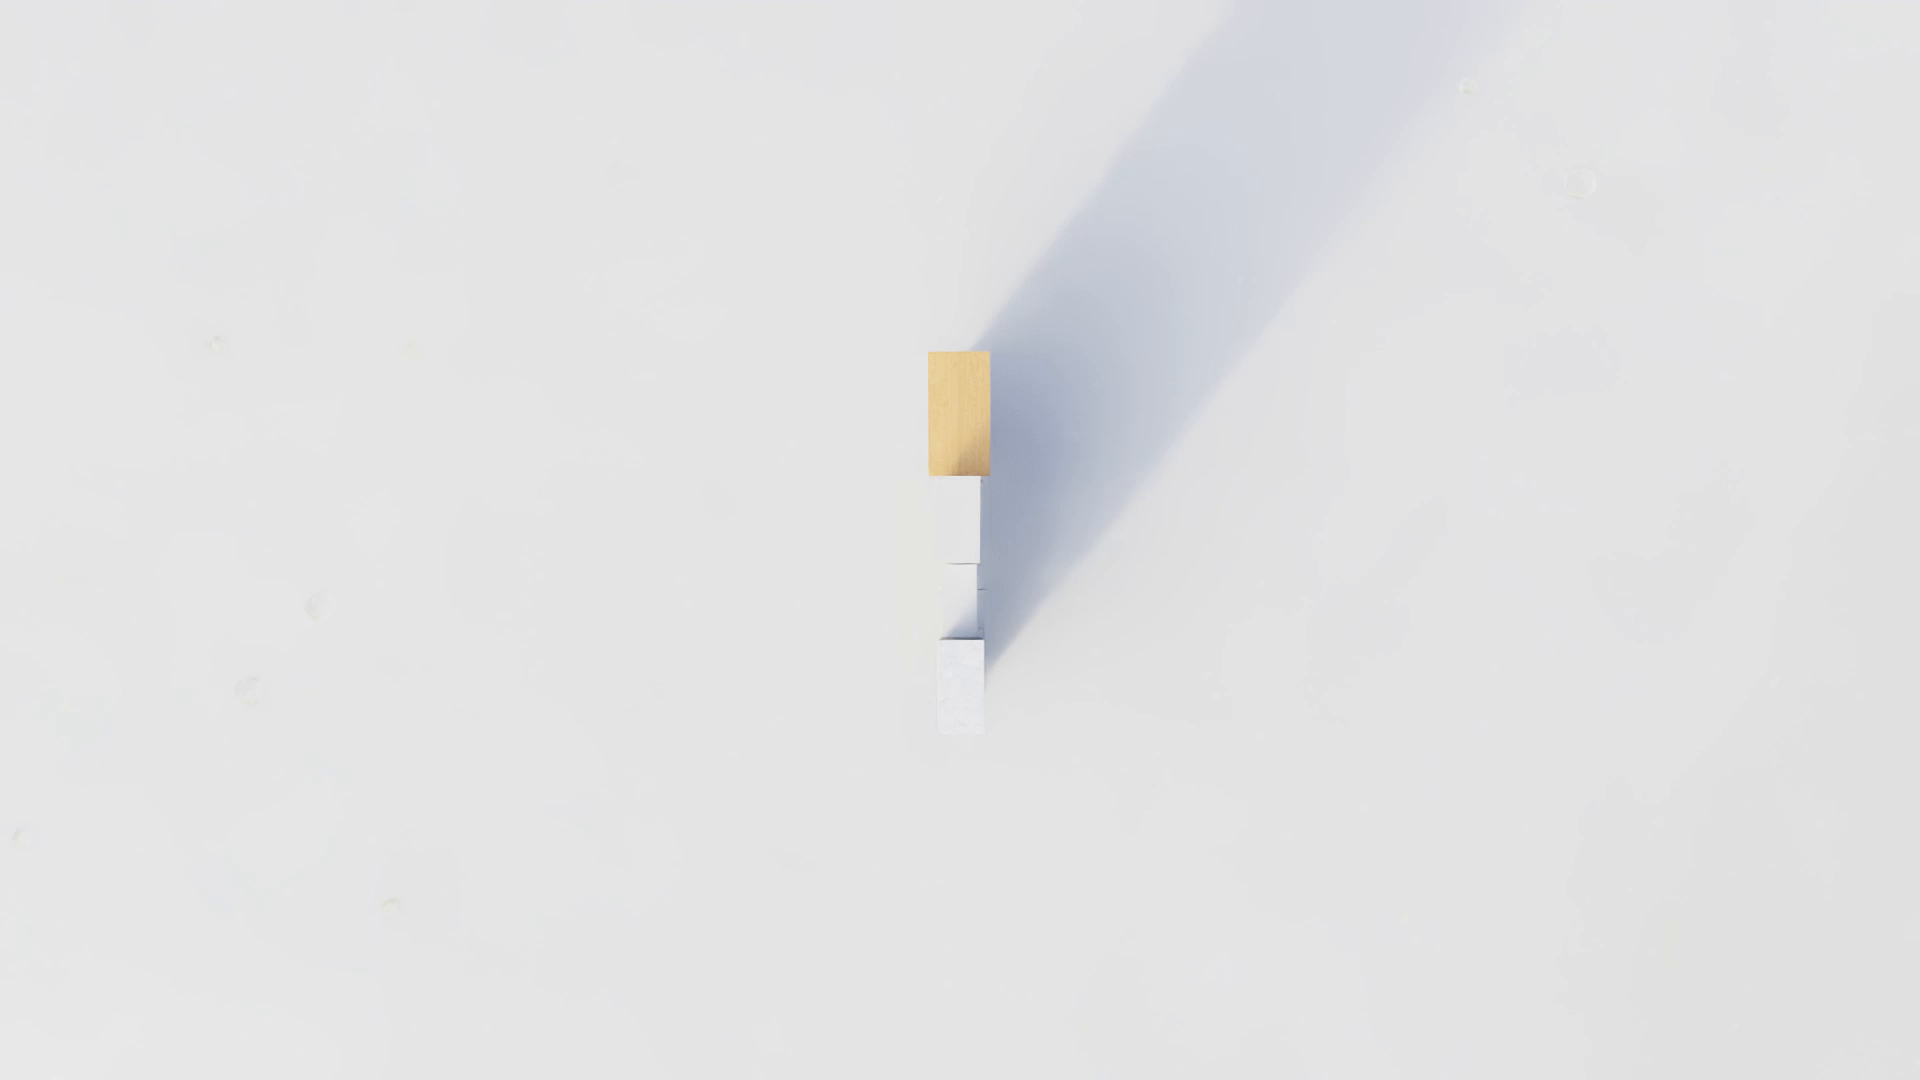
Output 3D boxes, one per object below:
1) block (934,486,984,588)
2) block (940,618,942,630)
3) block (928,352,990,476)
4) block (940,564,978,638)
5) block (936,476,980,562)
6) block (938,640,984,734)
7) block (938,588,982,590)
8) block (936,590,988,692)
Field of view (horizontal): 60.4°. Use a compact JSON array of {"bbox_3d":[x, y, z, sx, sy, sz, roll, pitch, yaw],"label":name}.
[{"bbox_3d":[-0.004,-0.008,4.868,0.149,0.042,0.299,0,90,0],"label":"block"},{"bbox_3d":[-0.004,0.237,4.742,0.101,0.203,0.029,0,90,0],"label":"block"},{"bbox_3d":[-0.002,-0.359,4.706,0.176,0.050,0.353,0,90,0],"label":"block"},{"bbox_3d":[-0.003,0.170,4.626,0.101,0.029,0.203,-1,90,0],"label":"block"},{"bbox_3d":[-0.004,-0.057,4.588,0.121,0.034,0.241,0,90,0],"label":"block"},{"bbox_3d":[0.002,0.405,4.566,0.130,0.037,0.259,0,90,0],"label":"block"},{"bbox_3d":[-0.001,0.094,5.207,0.137,0.039,0.274,0,90,0],"label":"block"},{"bbox_3d":[0.005,0.296,4.865,0.151,0.043,0.302,0,90,0],"label":"block"}]
